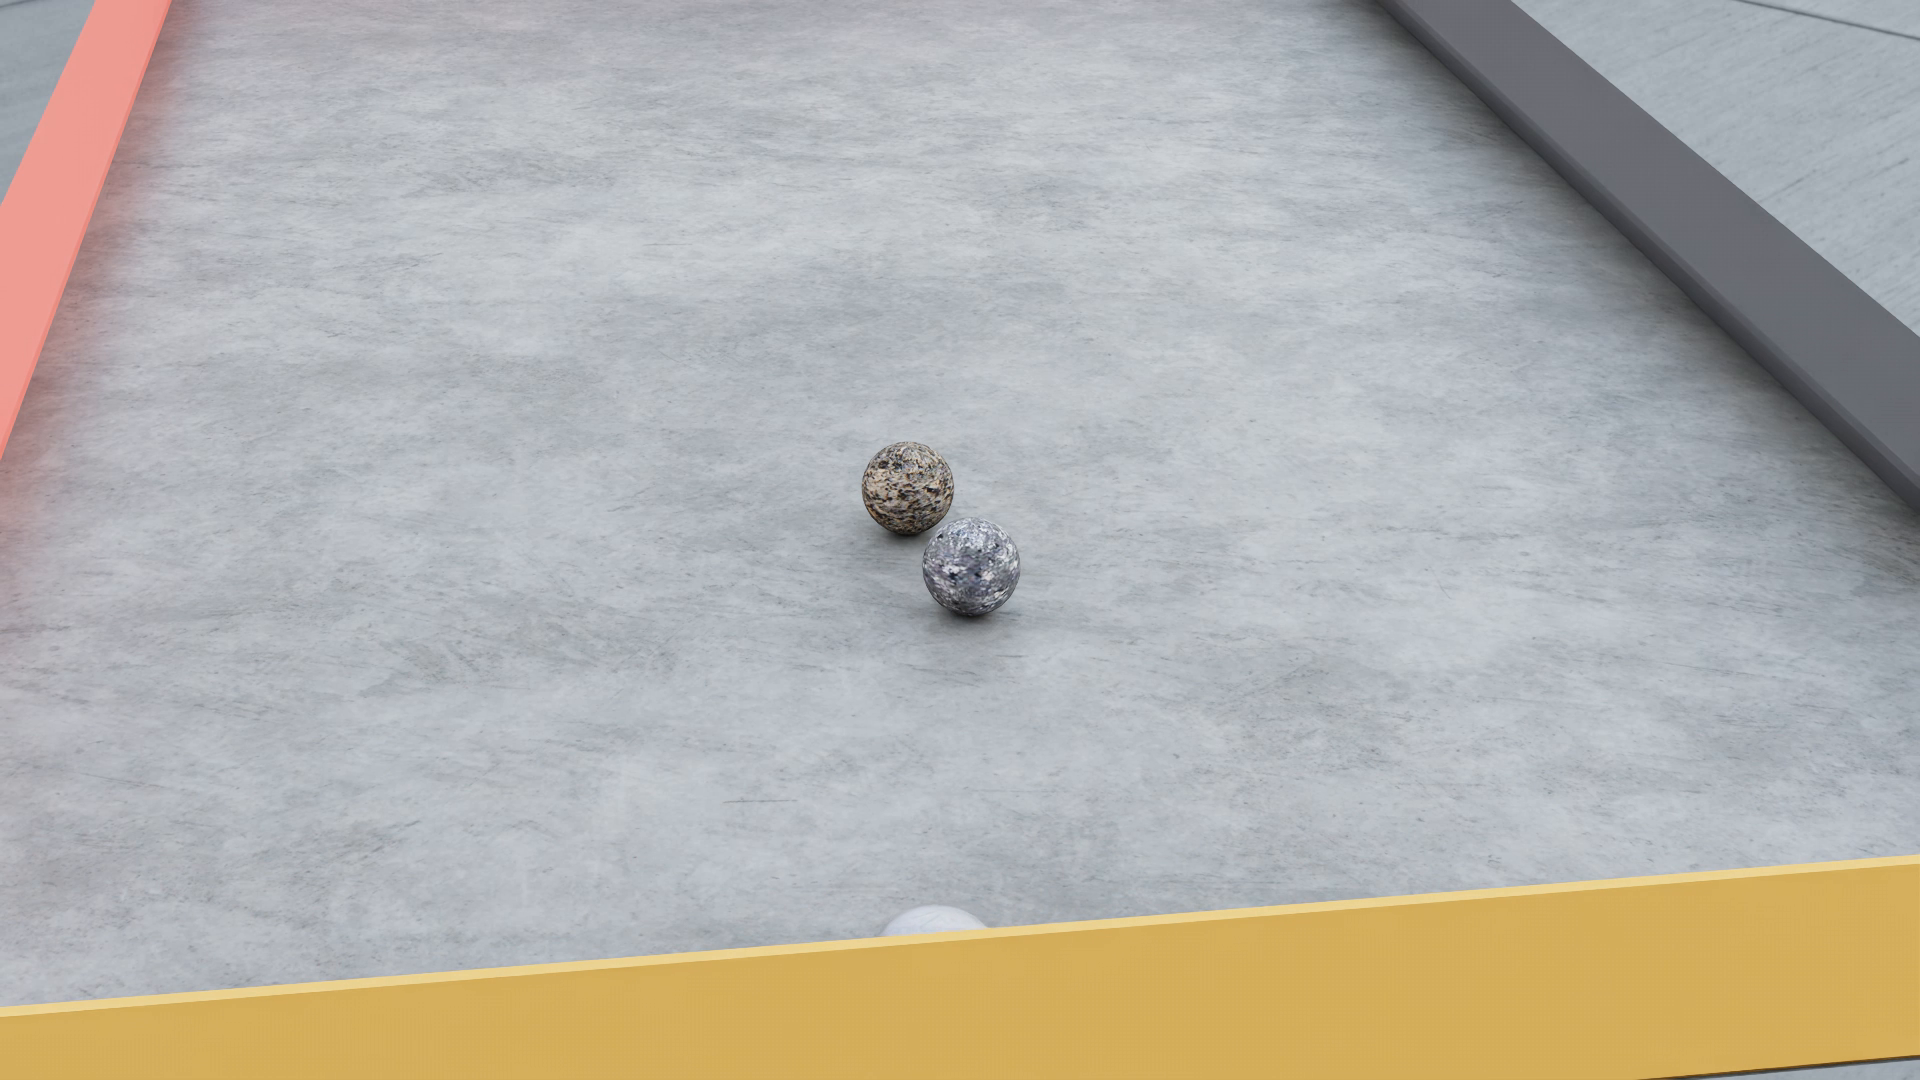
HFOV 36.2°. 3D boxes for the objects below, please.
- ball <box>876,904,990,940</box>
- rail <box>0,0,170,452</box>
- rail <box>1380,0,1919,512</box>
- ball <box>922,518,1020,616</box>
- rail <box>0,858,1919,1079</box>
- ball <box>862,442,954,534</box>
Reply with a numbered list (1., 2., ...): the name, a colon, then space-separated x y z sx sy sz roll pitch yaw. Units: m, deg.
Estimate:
1. ball: -0.012 0.224 1.520 0.072 0.072 0.072 0 25 0
2. rail: -0.762 -0.251 2.469 0.045 0.121 2.512 -4 25 -8
3. rail: 0.580 -0.334 2.646 0.045 0.121 2.512 -4 25 -8
4. ball: 0.008 0.018 1.966 0.066 0.066 0.066 0 25 0
5. rail: 0.087 0.227 1.454 1.404 0.121 0.045 -4 25 -8
6. ball: -0.037 -0.037 2.082 0.066 0.066 0.066 0 25 0
